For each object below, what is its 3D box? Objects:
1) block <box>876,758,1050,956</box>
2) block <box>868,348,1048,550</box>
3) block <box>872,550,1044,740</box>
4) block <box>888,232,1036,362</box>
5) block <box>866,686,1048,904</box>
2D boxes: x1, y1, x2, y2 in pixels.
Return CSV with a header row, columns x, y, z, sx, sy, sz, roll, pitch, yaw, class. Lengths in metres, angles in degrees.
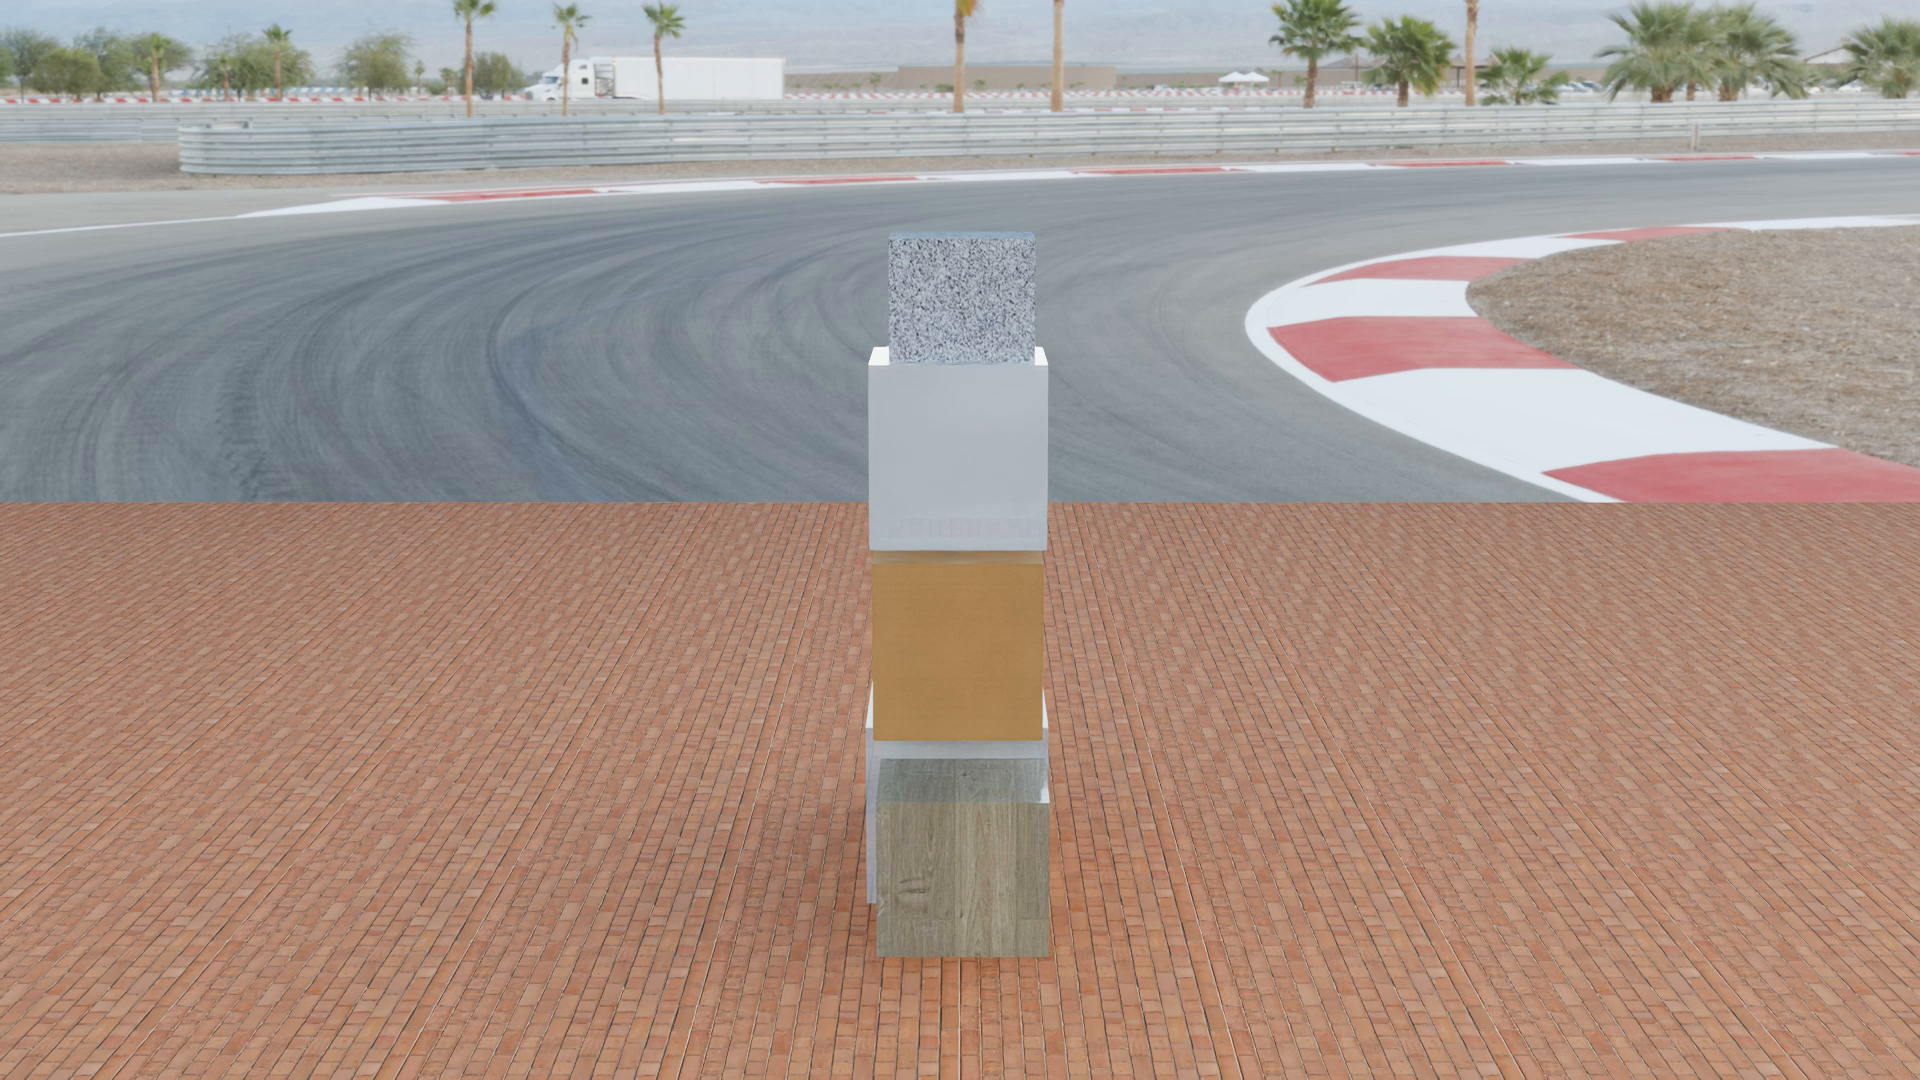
x,y,z,sx,sy,sz,roll,pitch,yaw,class
0.011,1.304,10.602,0.693,0.642,0.668,0,10,0,block
-0.008,-0.407,11.109,0.749,0.783,0.751,0,10,0,block
-0.009,0.409,10.893,0.704,0.746,0.631,0,10,0,block
0.009,-1.047,10.998,0.614,0.516,0.536,0,10,0,block
-0.012,1.099,11.350,0.774,0.776,0.857,0,10,0,block
